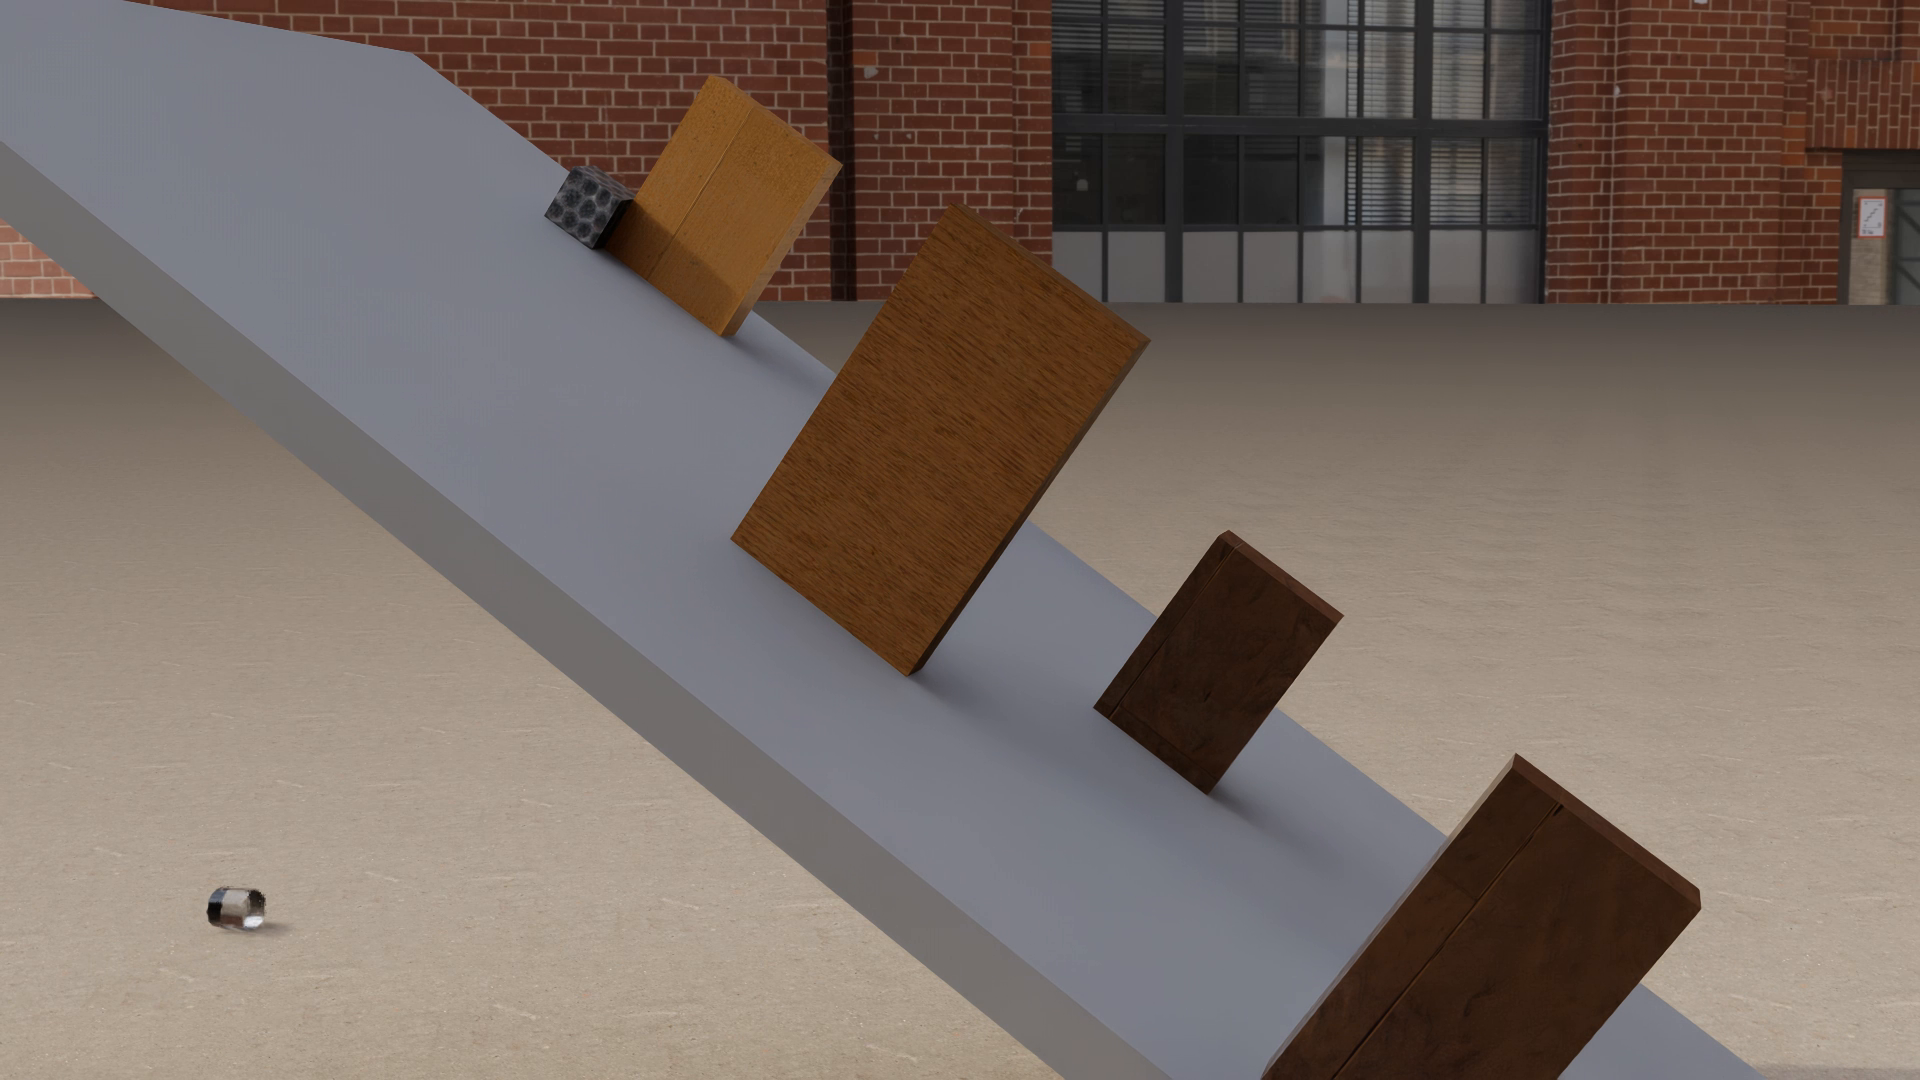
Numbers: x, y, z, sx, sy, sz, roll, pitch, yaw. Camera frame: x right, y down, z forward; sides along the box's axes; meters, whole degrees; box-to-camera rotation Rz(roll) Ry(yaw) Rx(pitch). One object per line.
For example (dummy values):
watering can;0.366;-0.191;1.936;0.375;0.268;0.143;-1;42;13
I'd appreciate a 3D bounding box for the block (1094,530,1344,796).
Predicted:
block;0.483;0.228;4.117;0.268;0.408;0.109;37;16;10

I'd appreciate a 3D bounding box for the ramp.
ramp;-0.091;0.163;4.082;4.000;0.100;2.000;37;16;10

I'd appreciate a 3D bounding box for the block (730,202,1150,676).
block;-0.040;-0.164;3.675;0.388;0.690;0.082;37;16;10

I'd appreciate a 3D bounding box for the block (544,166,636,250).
block;-0.808;-0.734;4.847;0.130;0.130;0.130;36;15;4

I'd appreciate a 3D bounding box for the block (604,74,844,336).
block;-0.521;-0.730;4.823;0.336;0.453;0.084;37;16;10

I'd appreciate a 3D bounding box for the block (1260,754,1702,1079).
block;0.719;0.626;3.073;0.305;0.588;0.100;37;16;10

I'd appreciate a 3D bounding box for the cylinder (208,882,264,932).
cylinder;-2.051;1.045;6.234;0.112;0.112;0.112;-23;6;3
